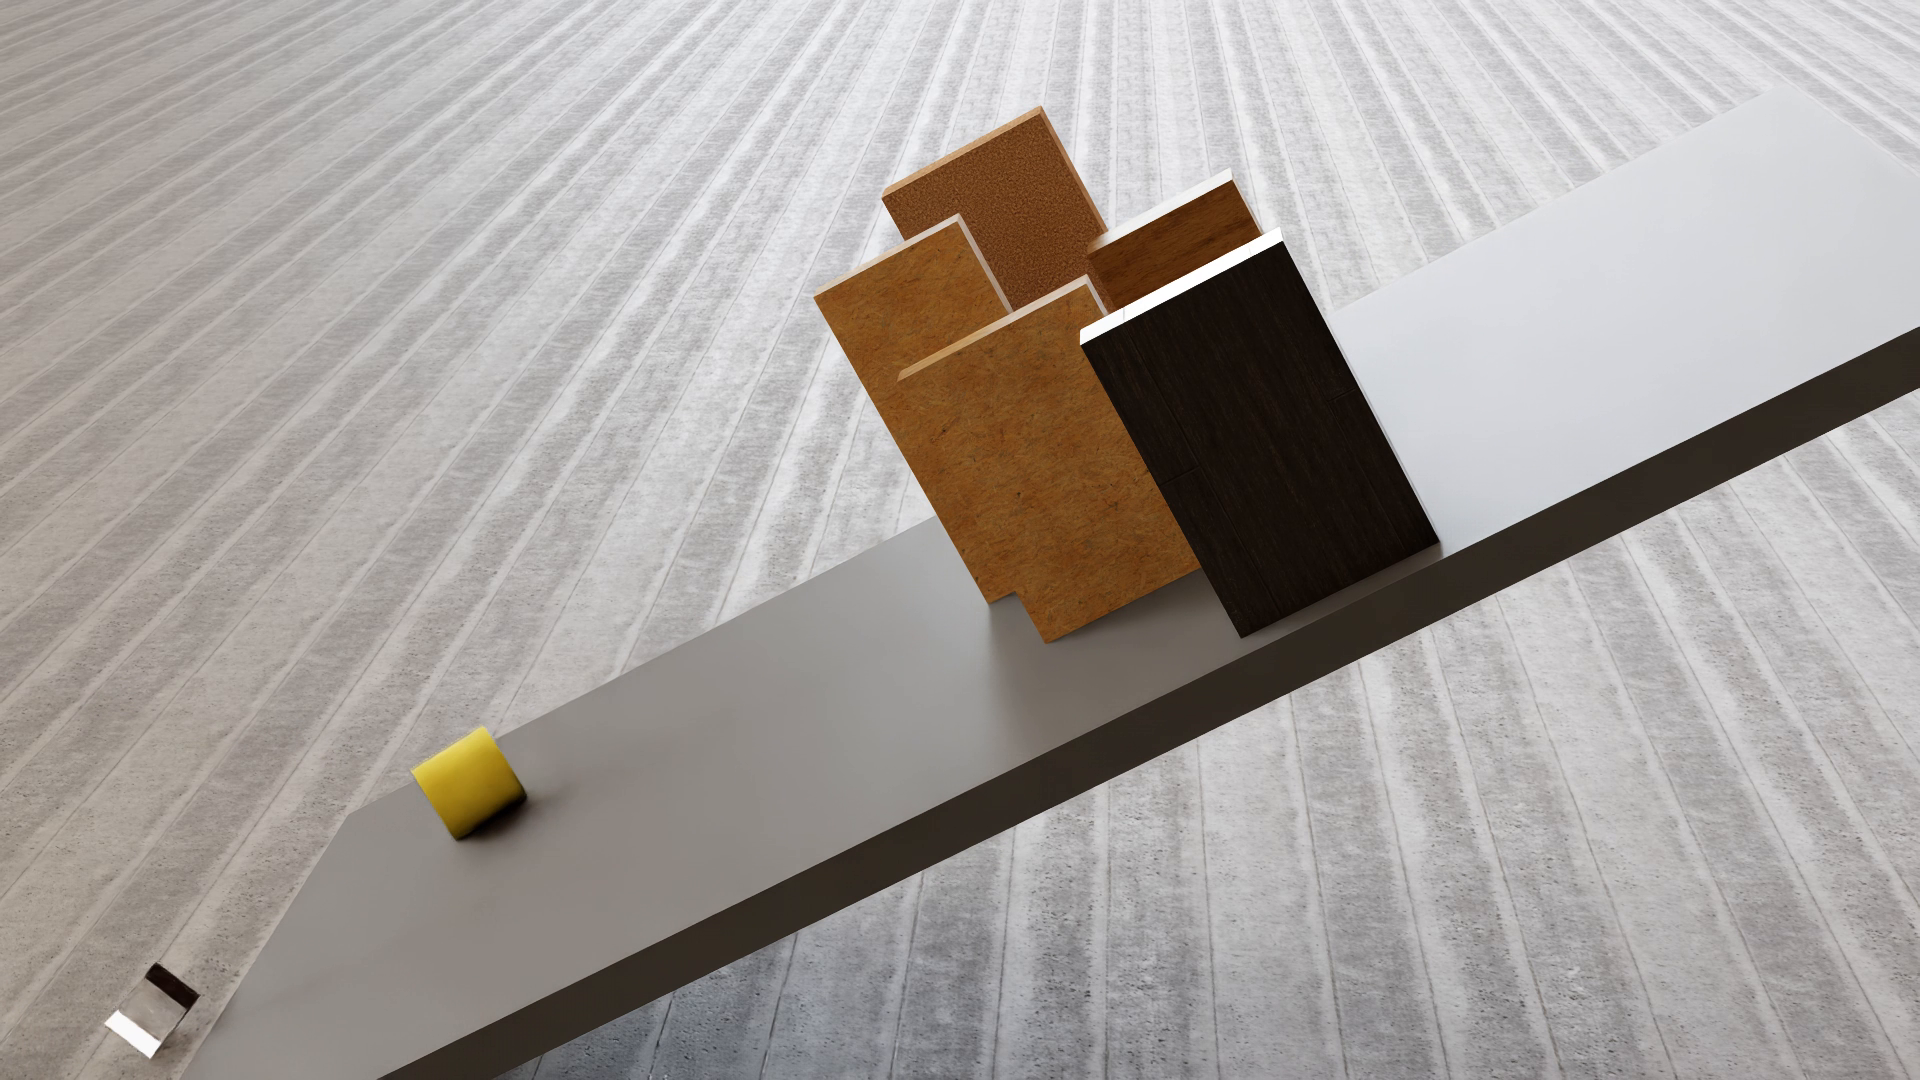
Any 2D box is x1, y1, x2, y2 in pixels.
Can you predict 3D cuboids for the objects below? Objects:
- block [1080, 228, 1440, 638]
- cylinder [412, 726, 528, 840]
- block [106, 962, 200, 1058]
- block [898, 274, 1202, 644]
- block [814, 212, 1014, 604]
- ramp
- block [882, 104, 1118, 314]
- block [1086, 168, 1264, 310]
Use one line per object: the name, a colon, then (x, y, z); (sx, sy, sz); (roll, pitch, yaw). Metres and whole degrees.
block: (0.536, -0.187, 5.251); (0.396, 0.618, 0.113); (-27, 14, 11)
cylinder: (-1.138, 0.566, 6.824); (0.194, 0.194, 0.194); (-33, 26, -11)
block: (-1.797, 1.046, 6.549); (0.124, 0.124, 0.124); (40, 16, -8)
block: (0.209, -0.155, 5.800); (0.417, 0.612, 0.083); (-27, 14, 11)
block: (0.029, -0.274, 6.250); (0.344, 0.766, 0.085); (-27, 14, 11)
ramp: (0.141, 0.167, 6.282); (4.000, 0.100, 2.000); (-27, 14, 11)
block: (0.194, -0.552, 6.823); (0.411, 0.799, 0.120); (-27, 14, 11)
block: (0.560, -0.505, 6.522); (0.355, 0.515, 0.138); (-27, 14, 11)
